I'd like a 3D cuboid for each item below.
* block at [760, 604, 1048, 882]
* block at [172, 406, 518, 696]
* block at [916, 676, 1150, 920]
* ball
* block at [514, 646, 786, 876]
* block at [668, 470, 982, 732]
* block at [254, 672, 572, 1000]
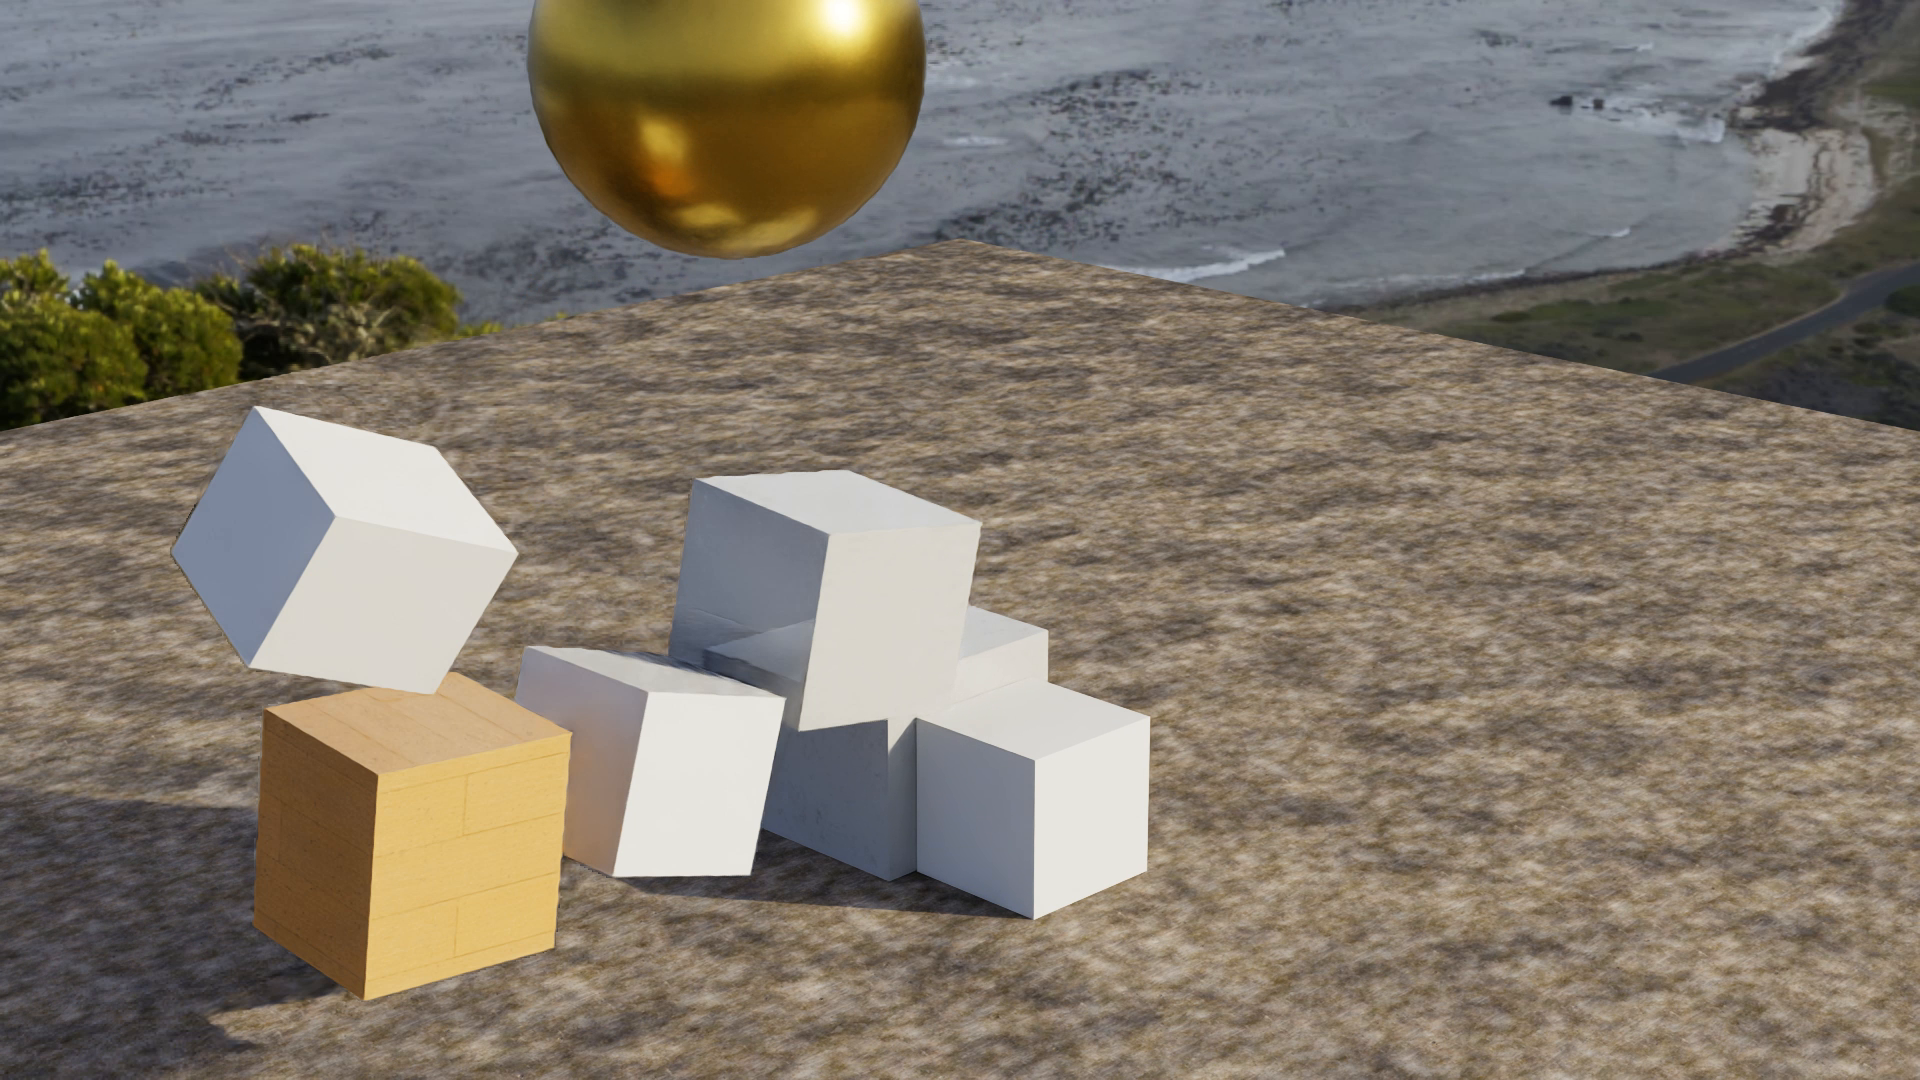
[{"bbox_3d":[-0.271,0.897,13.895,1.045,0.957,0.897,-17,24,-42],"label":"block"},{"bbox_3d":[-2.197,0.046,10.477,0.813,0.647,0.679,14,26,-48],"label":"block"},{"bbox_3d":[0.331,1.162,13.382,0.754,0.758,0.743,-17,24,-42],"label":"block"},{"bbox_3d":[-0.931,-1.927,11.760,1.600,1.600,1.600,0,17,0],"label":"ball"},{"bbox_3d":[-1.329,0.910,12.103,0.798,0.753,0.749,16,7,42],"label":"block"},{"bbox_3d":[-0.593,0.239,12.728,0.868,0.857,0.906,22,18,41],"label":"block"},{"bbox_3d":[-2.114,1.117,11.298,0.756,0.904,0.880,22,22,41],"label":"block"}]
